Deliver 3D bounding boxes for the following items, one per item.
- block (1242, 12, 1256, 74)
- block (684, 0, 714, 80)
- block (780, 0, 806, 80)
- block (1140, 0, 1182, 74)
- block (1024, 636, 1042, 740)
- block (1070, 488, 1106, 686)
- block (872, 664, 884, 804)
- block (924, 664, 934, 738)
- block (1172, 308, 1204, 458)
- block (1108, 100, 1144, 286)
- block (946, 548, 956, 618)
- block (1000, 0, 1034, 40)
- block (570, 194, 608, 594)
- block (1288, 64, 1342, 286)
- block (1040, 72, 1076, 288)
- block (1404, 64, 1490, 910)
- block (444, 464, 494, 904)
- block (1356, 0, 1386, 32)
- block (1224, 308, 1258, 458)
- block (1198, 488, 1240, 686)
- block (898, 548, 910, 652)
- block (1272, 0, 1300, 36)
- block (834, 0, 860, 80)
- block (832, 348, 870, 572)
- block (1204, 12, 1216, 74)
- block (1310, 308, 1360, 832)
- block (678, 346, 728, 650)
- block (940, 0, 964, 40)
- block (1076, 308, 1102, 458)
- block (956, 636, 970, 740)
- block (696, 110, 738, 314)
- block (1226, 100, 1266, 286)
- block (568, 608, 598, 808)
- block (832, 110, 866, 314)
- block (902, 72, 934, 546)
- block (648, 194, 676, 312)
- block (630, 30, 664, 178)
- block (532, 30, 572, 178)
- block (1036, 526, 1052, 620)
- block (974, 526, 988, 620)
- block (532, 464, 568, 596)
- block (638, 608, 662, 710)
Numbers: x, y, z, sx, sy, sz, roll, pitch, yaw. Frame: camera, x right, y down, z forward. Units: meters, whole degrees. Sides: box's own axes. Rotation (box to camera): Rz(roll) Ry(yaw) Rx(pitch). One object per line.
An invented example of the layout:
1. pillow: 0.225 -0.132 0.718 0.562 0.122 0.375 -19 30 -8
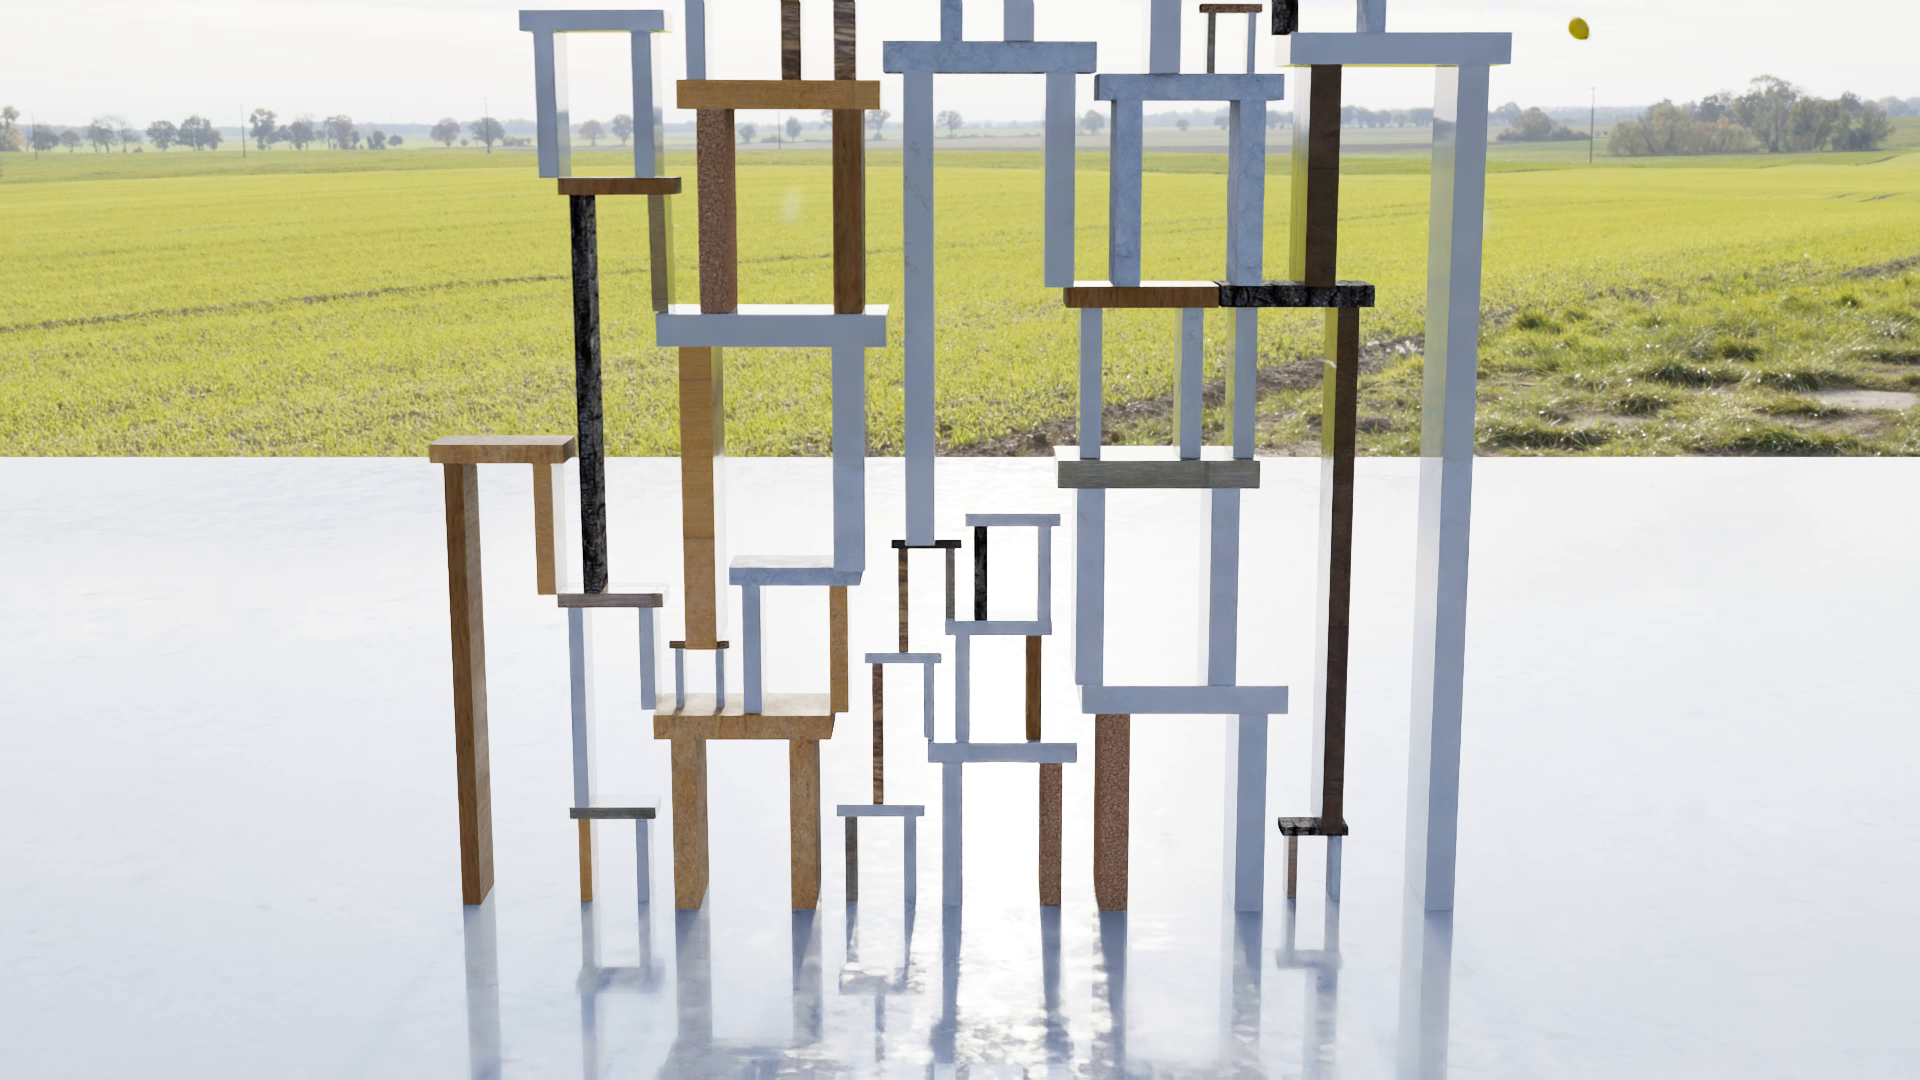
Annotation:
1. block: 0.450 -0.770 3.414 0.013 0.093 0.046 0 11 0
2. block: -0.404 -0.823 3.400 0.031 0.219 0.109 0 11 0
3. block: -0.258 -0.822 3.401 0.031 0.219 0.109 0 11 0
4. block: 0.311 -0.913 3.386 0.047 0.383 0.167 0 11 0
5. block: 0.120 0.231 3.604 0.025 0.174 0.087 0 11 0
6. block: 0.207 0.062 3.571 0.045 0.319 0.159 0 11 0
7. block: -0.134 0.311 3.616 0.018 0.237 0.063 0 11 0
8. block: -0.051 0.256 3.606 0.018 0.125 0.063 0 10 0
9. block: 0.364 -0.257 3.514 0.034 0.238 0.119 0 11 0
10. block: 0.260 -0.547 3.461 0.040 0.285 0.142 0 11 0
11. block: -0.016 0.065 3.576 0.016 0.114 0.057 0 11 0
12. block: 0.088 -0.936 3.379 0.047 0.335 0.167 0 11 0
13. block: -0.592 -0.233 3.513 0.026 0.633 0.090 0 11 0
14. block: 0.557 -0.573 3.457 0.048 0.337 0.168 0 11 0
15. block: 0.153 -0.567 3.455 0.046 0.327 0.163 0 11 0
16. block: 0.782 -0.075 3.550 0.048 1.351 0.168 0 11 0
17. block: -0.803 0.230 3.602 0.030 0.733 0.106 0 11 0
18. block: 0.636 -0.882 3.390 0.028 0.200 0.100 0 11 0
19. block: 0.449 -0.257 3.515 0.034 0.238 0.119 0 11 0
20. block: 0.419 0.061 3.571 0.045 0.319 0.159 0 11 0
21. block: -0.092 0.093 3.581 0.016 0.170 0.057 0 11 0
22. block: 0.502 -0.882 3.391 0.028 0.200 0.100 -1 11 0
23. block: -0.176 -0.864 3.395 0.035 0.304 0.123 0 11 0
24. block: -0.175 -0.141 3.533 0.050 0.356 0.178 0 11 0
25. block: 0.388 -0.771 3.414 0.013 0.093 0.046 0 11 0
26. block: 0.607 0.046 3.572 0.034 0.856 0.119 0 11 0
27. block: -0.412 -0.079 3.544 0.050 0.484 0.178 0 11 0
28. block: -0.013 -0.894 3.392 0.035 0.247 0.123 0 11 -1
29. block: 0.206 -0.257 3.514 0.034 0.238 0.119 0 11 0
30. block: 0.004 0.231 3.604 0.025 0.174 0.087 0 11 0
31. block: -0.382 -0.519 3.461 0.044 0.311 0.156 0 11 0
32. block: 0.450 -0.547 3.461 0.040 0.283 0.142 0 11 0
33. block: -0.619 0.266 3.612 0.024 0.336 0.085 0 11 0
34. block: -0.174 -0.519 3.463 0.044 0.311 0.156 0 11 0
35. block: -0.064 -0.367 3.492 0.046 0.734 0.163 0 11 -1
36. block: -0.470 -0.455 3.470 0.026 0.181 0.090 -1 11 0
37. block: -0.487 -0.679 3.432 0.031 0.222 0.111 0 11 0
38. block: -0.636 -0.679 3.432 0.031 0.222 0.111 0 11 0
39. block: 0.136 0.047 3.568 0.022 0.153 0.076 0 11 0
40. block: 0.034 0.047 3.568 0.022 0.153 0.077 0 11 0
41. block: -0.662 -0.026 3.552 0.030 0.212 0.106 0 11 0
42. block: -0.506 0.184 3.596 0.024 0.170 0.085 0 11 0
